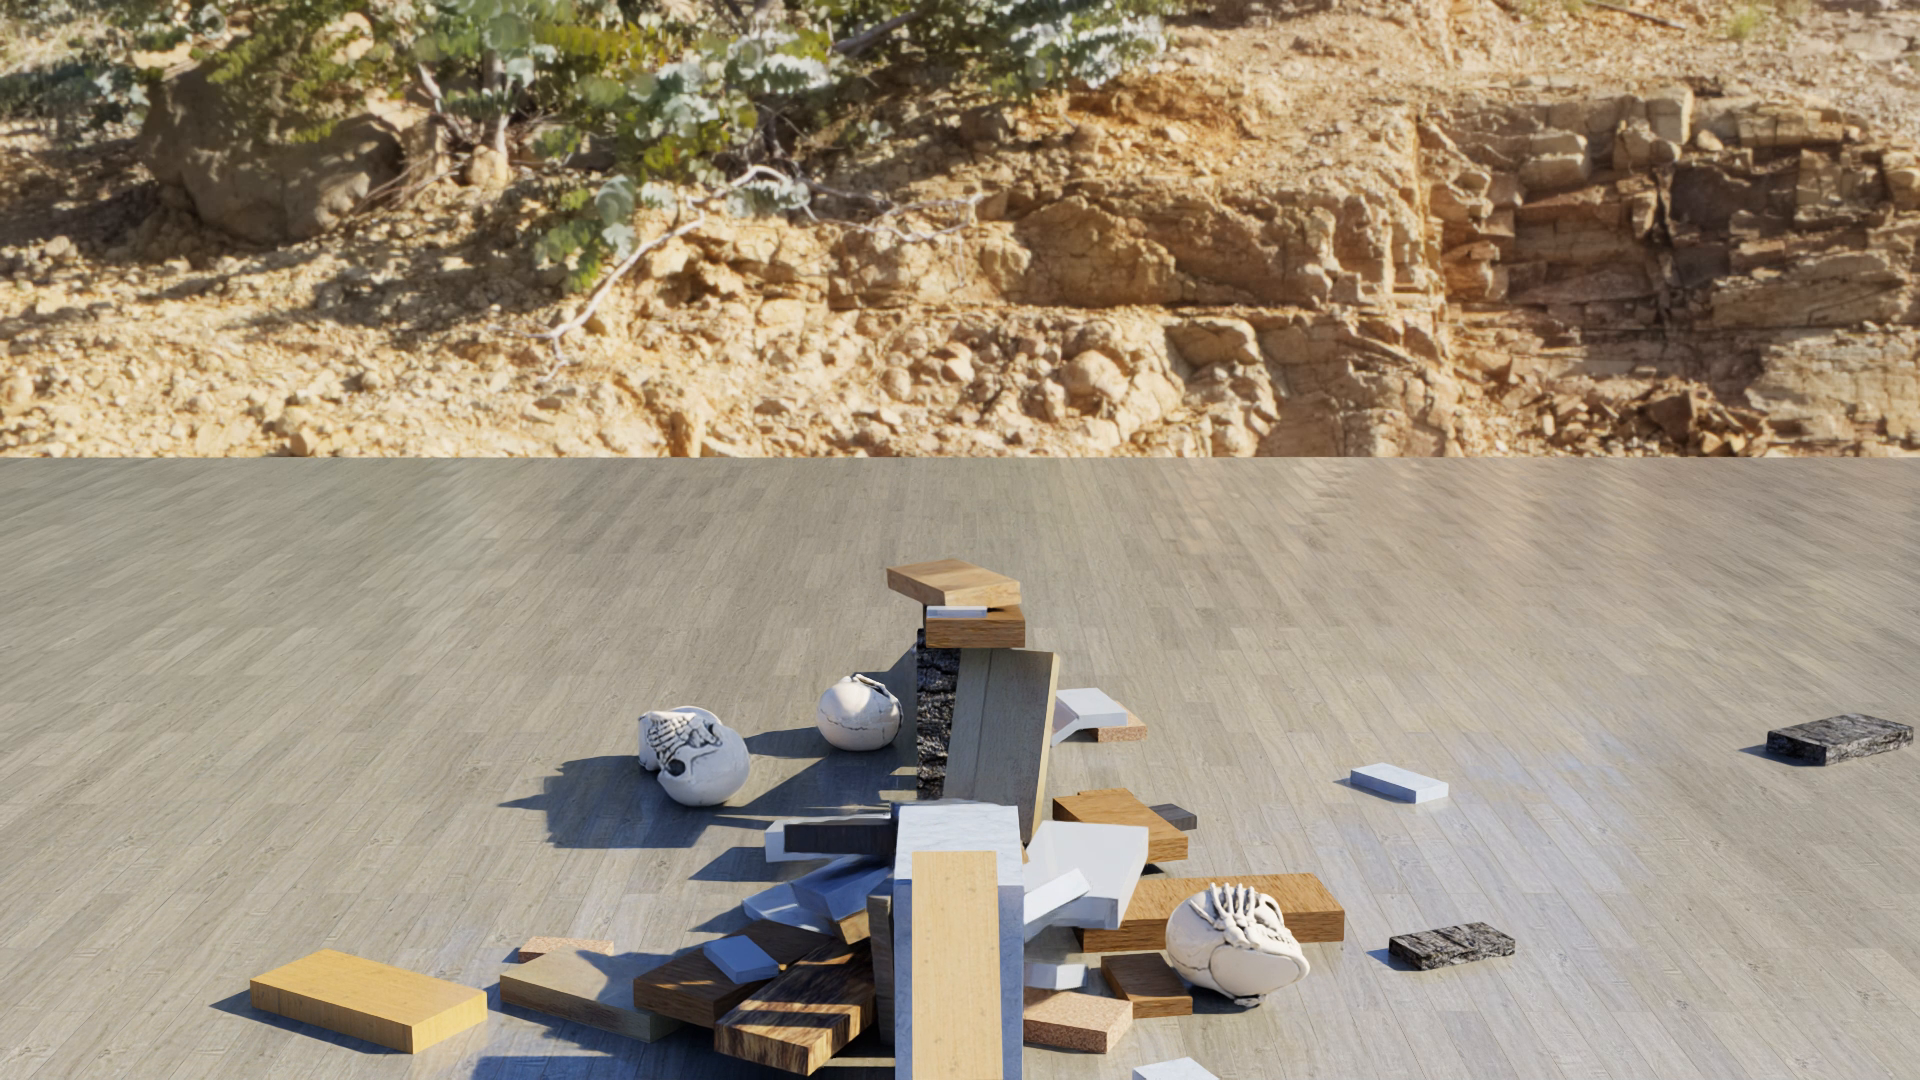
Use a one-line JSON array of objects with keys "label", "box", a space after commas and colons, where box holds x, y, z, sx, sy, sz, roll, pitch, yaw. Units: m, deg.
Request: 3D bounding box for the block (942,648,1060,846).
[{"label": "block", "box": [0.071, 0.369, 3.947, 0.172, 0.345, 0.049, 3, -14, 17]}]

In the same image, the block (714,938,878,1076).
[{"label": "block", "box": [-0.194, 0.643, 3.054, 0.145, 0.041, 0.324, 8, 15, 24]}]

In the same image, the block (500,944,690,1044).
[{"label": "block", "box": [-0.513, 0.657, 3.197, 0.285, 0.040, 0.143, 7, 12, 32]}]

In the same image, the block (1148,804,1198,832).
[{"label": "block", "box": [0.335, 0.515, 4.007, 0.174, 0.025, 0.087, -5, 12, -27]}]

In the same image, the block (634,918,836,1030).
[{"label": "block", "box": [-0.318, 0.621, 3.168, 0.145, 0.041, 0.290, 7, 13, 33]}]

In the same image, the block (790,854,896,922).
[{"label": "block", "box": [-0.156, 0.507, 3.269, 0.145, 0.041, 0.291, -23, 1, -15]}]

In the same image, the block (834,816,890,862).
[{"label": "block", "box": [-0.141, 0.503, 3.583, 0.033, 0.118, 0.236, 43, 16, 12]}]

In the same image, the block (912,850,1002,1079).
[{"label": "block", "box": [-0.003, 0.603, 2.498, 0.102, 0.535, 0.029, -1, -34, -1]}]

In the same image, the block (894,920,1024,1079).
[{"label": "block", "box": [-0.001, 0.604, 2.732, 0.157, 0.315, 0.045, 0, 11, 0]}]

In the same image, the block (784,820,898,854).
[{"label": "block", "box": [-0.103, 0.434, 3.217, 0.291, 0.041, 0.145, -6, -6, 41]}]

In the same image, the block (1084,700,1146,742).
[{"label": "block", "box": [0.316, 0.386, 4.685, 0.105, 0.030, 0.211, -2, 11, -13]}]

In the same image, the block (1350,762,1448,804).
[{"label": "block", "box": [0.849, 0.469, 4.252, 0.087, 0.025, 0.174, -7, 13, -34]}]

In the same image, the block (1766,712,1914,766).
[{"label": "block", "box": [1.815, 0.409, 4.532, 0.283, 0.040, 0.141, -7, 12, -32]}]

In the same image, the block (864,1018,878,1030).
[{"label": "block", "box": [-0.204, 0.666, 3.149, 0.285, 0.040, 0.143, -7, 13, -33]}]

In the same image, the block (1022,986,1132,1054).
[{"label": "block", "box": [0.117, 0.675, 3.122, 0.230, 0.033, 0.115, 4, 11, 22]}]

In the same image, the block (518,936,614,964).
[{"label": "block", "box": [-0.606, 0.634, 3.383, 0.130, 0.018, 0.065, 2, 11, 9]}]

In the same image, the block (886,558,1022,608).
[{"label": "block", "box": [-0.016, 0.083, 4.096, 0.141, 0.040, 0.371, -8, 8, -17]}]

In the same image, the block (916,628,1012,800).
[{"label": "block", "box": [0.008, 0.338, 4.072, 0.172, 0.345, 0.049, 0, 5, 2]}]

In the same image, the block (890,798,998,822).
[{"label": "block", "box": [-0.024, 0.388, 3.130, 0.102, 0.029, 0.203, 0, -4, -17]}]

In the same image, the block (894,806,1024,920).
[{"label": "block", "box": [-0.002, 0.408, 2.802, 0.158, 0.045, 0.315, 0, 11, 0]}]

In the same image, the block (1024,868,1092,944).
[{"label": "block", "box": [0.078, 0.567, 3.215, 0.128, 0.036, 0.256, -21, -19, -36]}]

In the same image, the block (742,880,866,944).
[{"label": "block", "box": [-0.247, 0.595, 3.438, 0.091, 0.026, 0.306, -18, 12, -22]}]

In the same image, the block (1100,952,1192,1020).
[{"label": "block", "box": [0.274, 0.656, 3.243, 0.091, 0.026, 0.182, -2, 11, -10]}]

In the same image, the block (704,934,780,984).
[{"label": "block", "box": [-0.313, 0.597, 3.134, 0.065, 0.018, 0.130, -5, 12, -27]}]

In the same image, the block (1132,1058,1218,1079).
[{"label": "block", "box": [0.305, 0.726, 2.870, 0.086, 0.024, 0.173, -5, 12, -24]}]

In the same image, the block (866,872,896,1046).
[{"label": "block", "box": [-0.078, 0.576, 3.069, 0.033, 0.230, 0.115, 5, 21, 27]}]

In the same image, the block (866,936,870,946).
[{"label": "block", "box": [-0.149, 0.624, 3.433, 0.130, 0.018, 0.065, -10, 14, -43]}]

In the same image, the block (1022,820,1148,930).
[{"label": "block", "box": [0.191, 0.536, 3.544, 0.180, 0.051, 0.359, 2, 11, 12]}]

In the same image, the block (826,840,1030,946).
[{"label": "block", "box": [-0.051, 0.508, 3.231, 0.290, 0.041, 0.145, -23, 1, -12]}]

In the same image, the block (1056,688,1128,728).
[{"label": "block", "box": [0.273, 0.357, 4.678, 0.105, 0.030, 0.211, -3, 11, -14]}]

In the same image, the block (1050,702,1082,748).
[{"label": "block", "box": [0.198, 0.385, 4.611, 0.075, 0.021, 0.150, -35, 17, -6]}]

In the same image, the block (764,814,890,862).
[{"label": "block", "box": [-0.148, 0.509, 3.804, 0.359, 0.051, 0.180, -4, -1, 2]}]

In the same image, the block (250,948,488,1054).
[{"label": "block", "box": [-0.854, 0.662, 3.170, 0.325, 0.041, 0.145, 6, 12, 31]}]

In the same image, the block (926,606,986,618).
[{"label": "block", "box": [-0.005, 0.127, 3.874, 0.105, 0.015, 0.053, 0, 5, 0]}]

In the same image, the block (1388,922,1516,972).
[{"label": "block", "box": [0.761, 0.628, 3.400, 0.173, 0.024, 0.086, -5, 11, -23]}]

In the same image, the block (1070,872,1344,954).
[{"label": "block", "box": [0.386, 0.593, 3.511, 0.415, 0.051, 0.180, -1, 11, -7]}]

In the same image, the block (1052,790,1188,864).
[{"label": "block", "box": [0.279, 0.507, 3.873, 0.141, 0.040, 0.283, -3, 11, -18]}]

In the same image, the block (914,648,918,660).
[{"label": "block", "box": [-0.033, 0.249, 4.495, 0.075, 0.021, 0.150, -7, 19, -21]}]

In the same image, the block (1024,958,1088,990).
[{"label": "block", "box": [0.106, 0.625, 3.179, 0.115, 0.033, 0.230, 3, -9, 14]}]

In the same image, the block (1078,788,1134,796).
[{"label": "block", "box": [0.277, 0.488, 4.182, 0.096, 0.014, 0.048, -3, 11, -15]}]

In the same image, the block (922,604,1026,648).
[{"label": "block", "box": [0.021, 0.148, 3.997, 0.172, 0.049, 0.345, 0, 5, -2]}]
